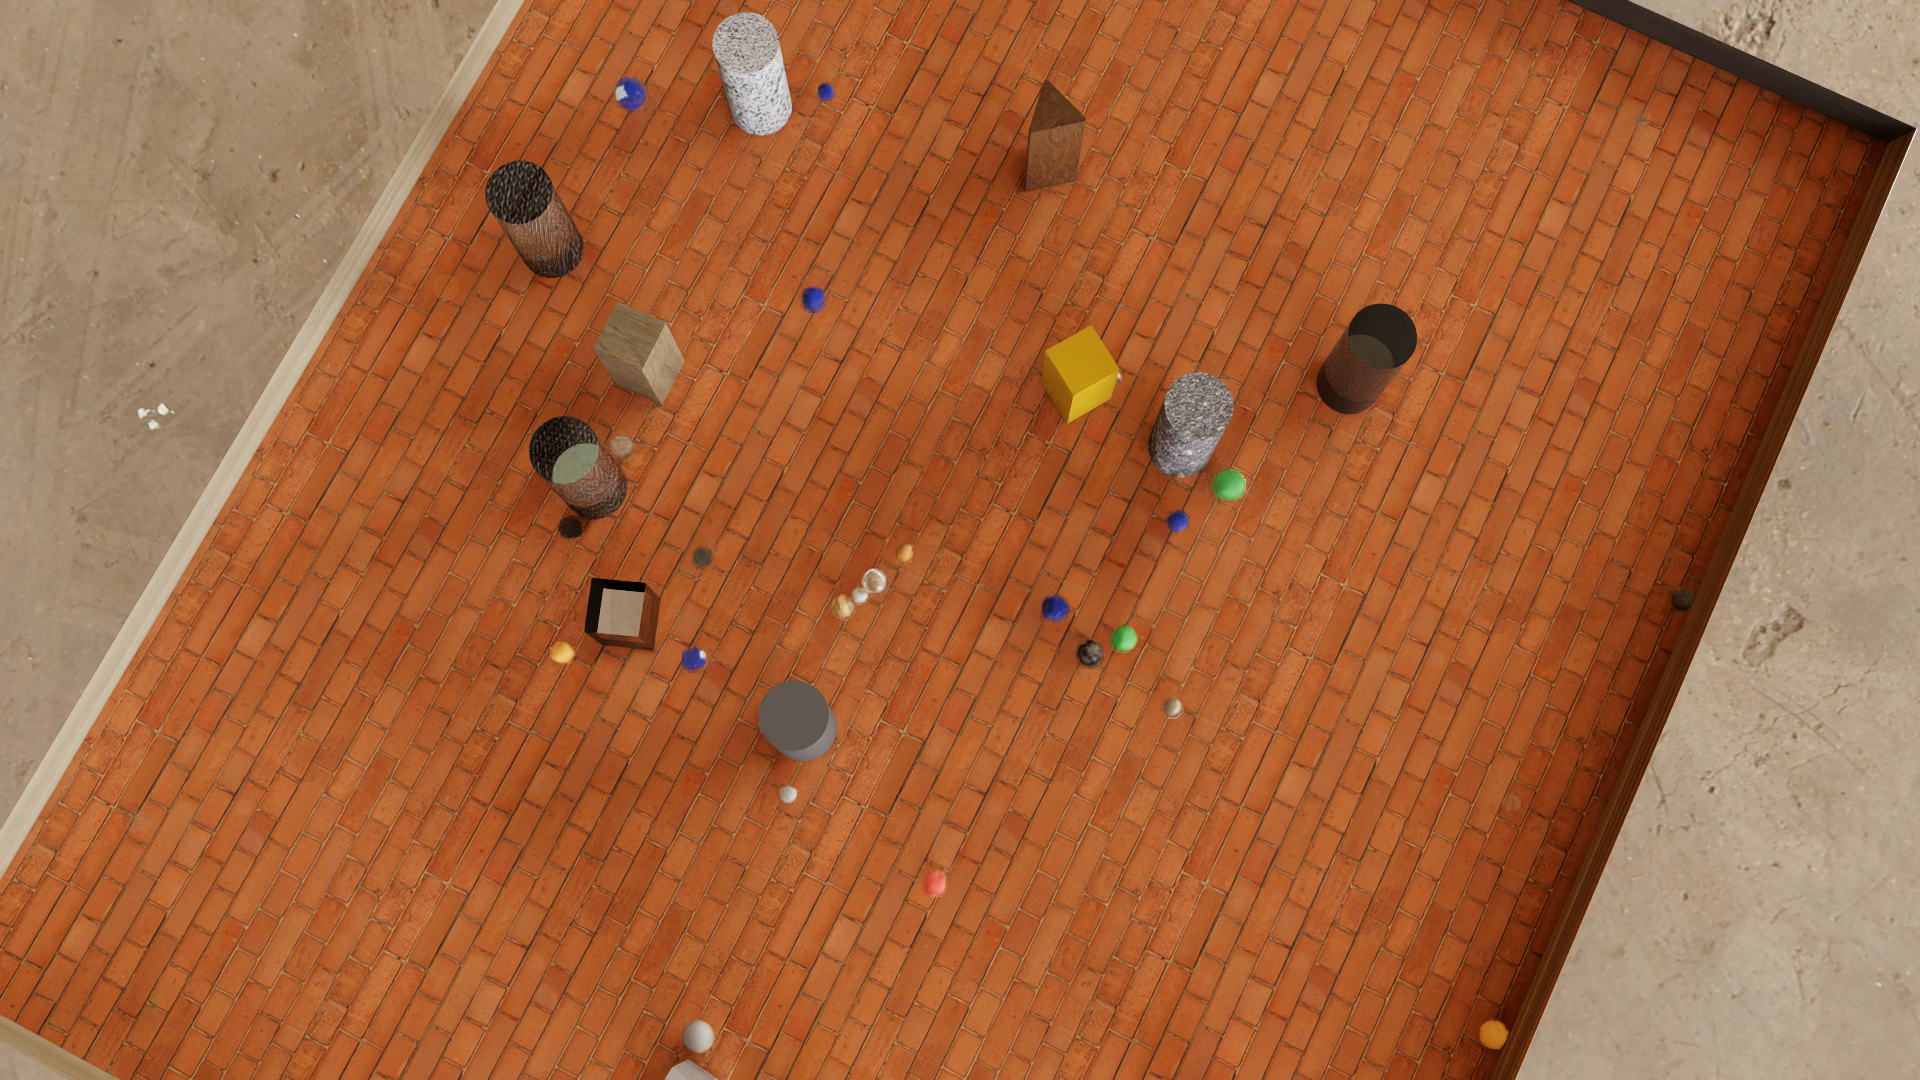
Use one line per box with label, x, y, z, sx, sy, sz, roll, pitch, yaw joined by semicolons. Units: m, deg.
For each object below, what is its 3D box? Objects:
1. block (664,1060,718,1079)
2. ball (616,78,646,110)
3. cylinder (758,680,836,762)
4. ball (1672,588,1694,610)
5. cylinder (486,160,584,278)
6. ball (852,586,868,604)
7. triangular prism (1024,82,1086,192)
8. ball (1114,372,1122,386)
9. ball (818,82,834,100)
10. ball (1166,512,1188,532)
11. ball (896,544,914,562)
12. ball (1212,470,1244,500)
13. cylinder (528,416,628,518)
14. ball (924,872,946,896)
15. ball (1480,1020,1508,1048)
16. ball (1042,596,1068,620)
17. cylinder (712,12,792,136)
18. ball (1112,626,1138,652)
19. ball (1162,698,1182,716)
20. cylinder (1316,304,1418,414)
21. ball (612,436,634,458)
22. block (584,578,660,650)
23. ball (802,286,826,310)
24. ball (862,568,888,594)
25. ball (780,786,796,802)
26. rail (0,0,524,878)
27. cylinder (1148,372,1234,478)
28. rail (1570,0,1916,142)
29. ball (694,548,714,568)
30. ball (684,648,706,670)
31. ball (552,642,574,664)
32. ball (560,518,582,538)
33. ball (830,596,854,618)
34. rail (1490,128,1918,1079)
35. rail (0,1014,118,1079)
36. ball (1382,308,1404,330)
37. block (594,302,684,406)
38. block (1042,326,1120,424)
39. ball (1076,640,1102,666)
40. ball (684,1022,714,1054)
block;-0.763;1.580;5.138;0.159;0.297;0.159;32;80;6
ball;-1.052;-1.425;5.861;0.099;0.099;0.099;0;78;0
cylinder;-0.469;0.530;5.331;0.198;0.344;0.198;0;78;0
ball;2.189;0.181;5.545;0.067;0.067;0.067;0;78;0
cylinder;-1.290;-0.971;5.583;0.198;0.458;0.198;0;78;0
ball;-0.305;0.167;5.556;0.051;0.051;0.051;0;78;0
triangular prism;0.272;-1.249;5.645;0.172;0.451;0.149;-13;79;-3
ball;0.478;-0.504;5.694;0.053;0.053;0.053;0;78;0
ball;-0.433;-1.442;5.889;0.052;0.052;0.052;0;78;0
ball;0.663;-0.055;5.595;0.065;0.065;0.065;0;78;0
ball;-0.170;0.039;5.581;0.054;0.054;0.054;0;78;0
ball;0.819;-0.167;5.602;0.096;0.096;0.096;0;78;0
cylinder;-1.124;-0.209;5.423;0.198;0.464;0.198;0;78;0
ball;-0.073;1.007;5.373;0.069;0.069;0.069;0;78;0
ball;1.538;1.424;5.281;0.081;0.081;0.081;0;78;0
ball;0.285;0.205;5.534;0.078;0.078;0.078;0;78;0
cylinder;-0.640;-1.441;5.691;0.198;0.439;0.198;0;78;0
ball;0.495;0.296;5.516;0.078;0.078;0.078;0;78;0
ball;0.636;0.499;5.485;0.056;0.056;0.056;0;78;0
cylinder;1.212;-0.536;5.486;0.198;0.473;0.198;0;78;0
ball;-1.038;-0.286;5.640;0.069;0.069;0.069;0;78;0
block;-0.998;0.221;5.433;0.159;0.269;0.159;6;78;1
ball;-0.459;-0.757;5.735;0.075;0.075;0.075;0;78;0
ball;-0.255;0.125;5.549;0.080;0.080;0.080;0;78;0
ball;-0.511;0.753;5.435;0.051;0.051;0.051;0;78;0
rail;-1.858;-0.903;5.737;0.045;0.129;5.039;26;80;5
cylinder;0.682;-0.337;5.453;0.198;0.457;0.198;0;78;0
rail;1.116;-2.179;6.001;4.203;0.129;0.045;26;80;5
ball;-0.781;0.052;5.574;0.061;0.061;0.061;0;78;0
ball;-0.796;0.357;5.507;0.070;0.070;0.070;0;78;0
ball;-1.195;0.340;5.513;0.065;0.065;0.065;0;78;0
ball;-1.186;-0.035;5.592;0.063;0.063;0.063;0;78;0
ball;-0.356;0.202;5.539;0.070;0.070;0.070;0;78;0
rail;1.858;0.917;5.360;0.045;0.129;5.039;26;80;5
rail;-1.116;2.193;5.096;4.203;0.129;0.045;26;80;5
ball;1.353;-0.691;5.727;0.064;0.064;0.064;0;78;0
block;-0.966;-0.559;5.540;0.159;0.377;0.159;24;79;5
block;0.362;-0.499;5.560;0.159;0.314;0.159;-30;80;-6
ball;0.388;0.342;5.506;0.077;0.077;0.077;0;78;0
ball;-0.752;1.431;5.275;0.088;0.088;0.088;0;78;0
